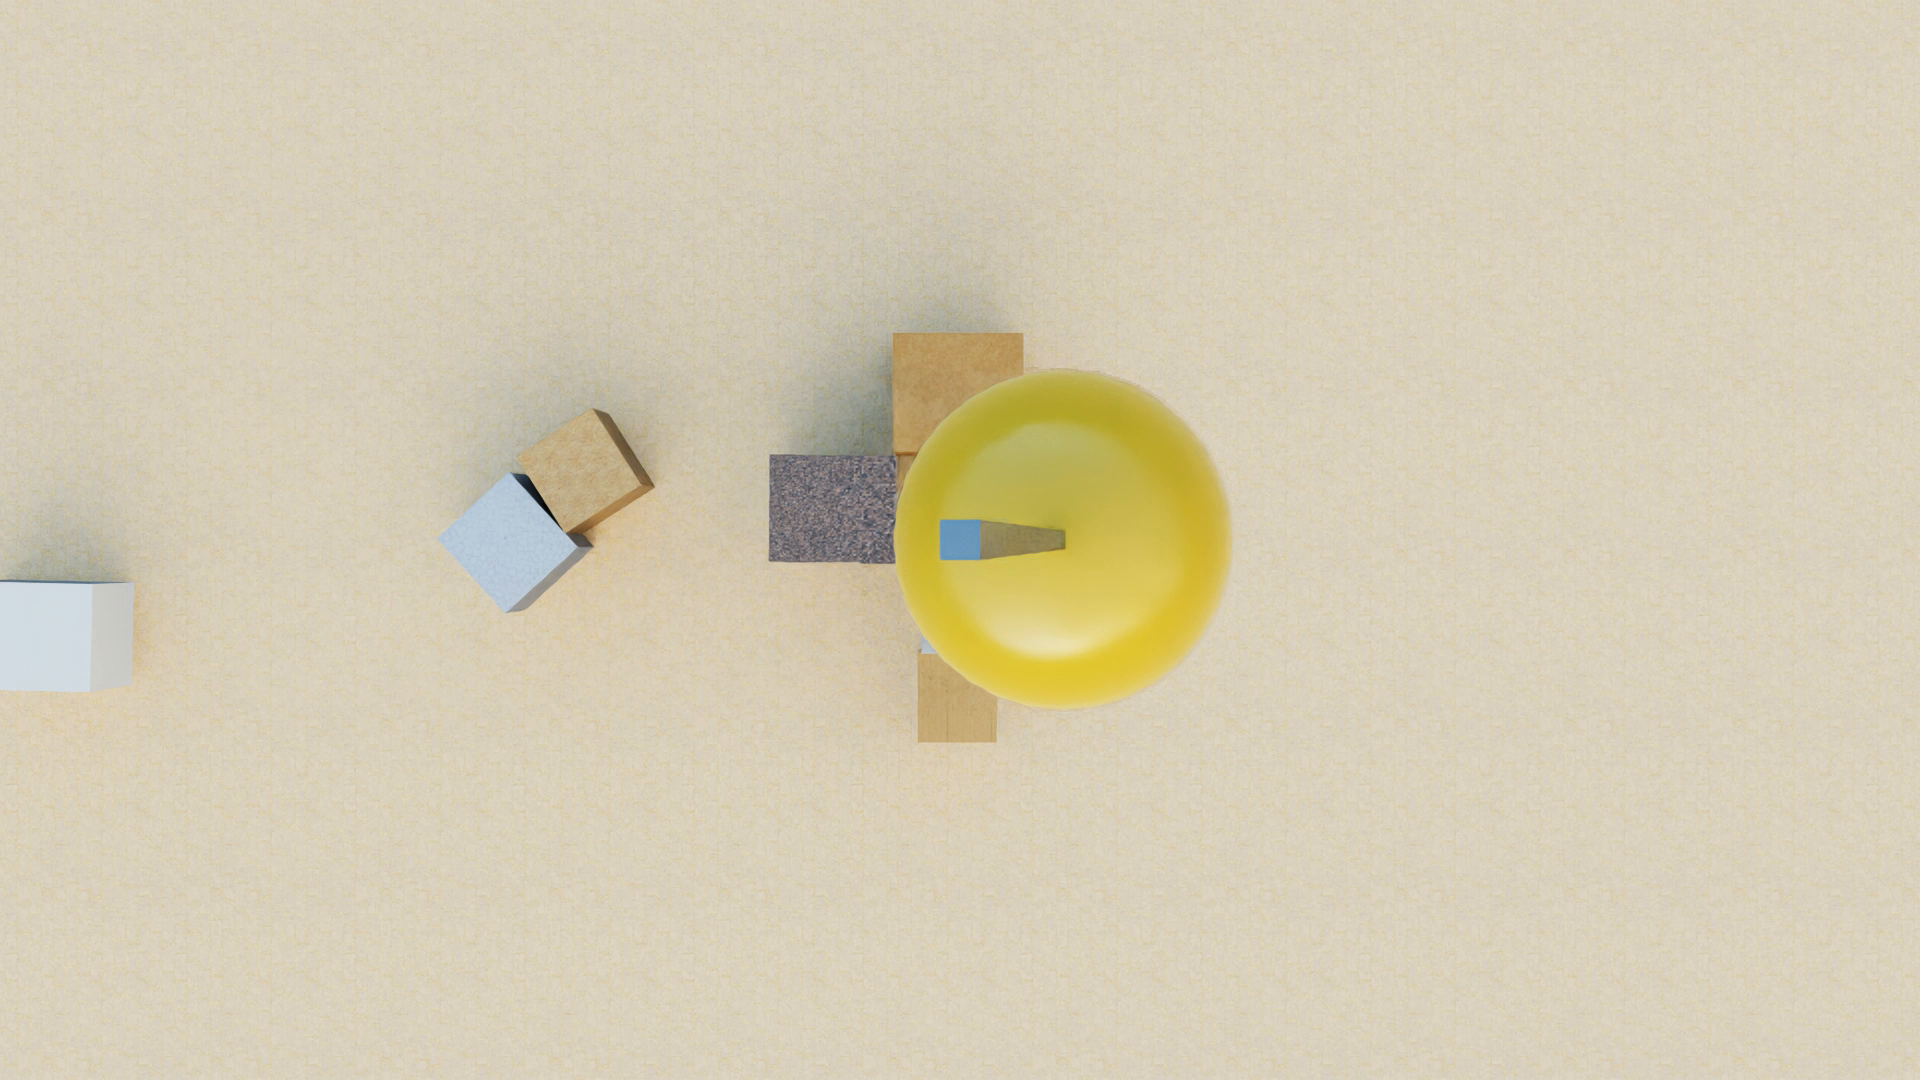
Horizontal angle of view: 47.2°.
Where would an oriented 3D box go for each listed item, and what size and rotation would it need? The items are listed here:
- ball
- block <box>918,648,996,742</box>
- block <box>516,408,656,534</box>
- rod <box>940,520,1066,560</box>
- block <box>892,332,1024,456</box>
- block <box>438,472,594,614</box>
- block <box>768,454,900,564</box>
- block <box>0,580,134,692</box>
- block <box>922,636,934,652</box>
[{"bbox_3d":[0.485,0.000,10.325,1.600,1.600,1.600,0,90,0],"label":"ball"},{"bbox_3d":[-0.015,0.902,12.794,0.451,0.411,0.516,0,90,0],"label":"block"},{"bbox_3d":[-2.153,-0.392,12.703,0.510,0.593,0.516,-32,90,0],"label":"block"},{"bbox_3d":[0.210,0.000,6.936,0.080,5.200,0.080,0,90,5],"label":"rod"},{"bbox_3d":[-0.011,-0.828,12.649,0.730,0.702,0.661,0,90,0],"label":"block"},{"bbox_3d":[-2.560,0.016,12.717,0.555,0.566,0.575,-42,90,0],"label":"block"},{"bbox_3d":[-0.715,-0.175,12.662,0.710,0.677,0.602,1,90,0],"label":"block"},{"bbox_3d":[-5.261,0.544,12.687,0.745,0.626,0.607,1,90,0],"label":"block"},{"bbox_3d":[-0.002,0.389,12.754,0.430,0.491,0.508,0,90,0],"label":"block"}]
